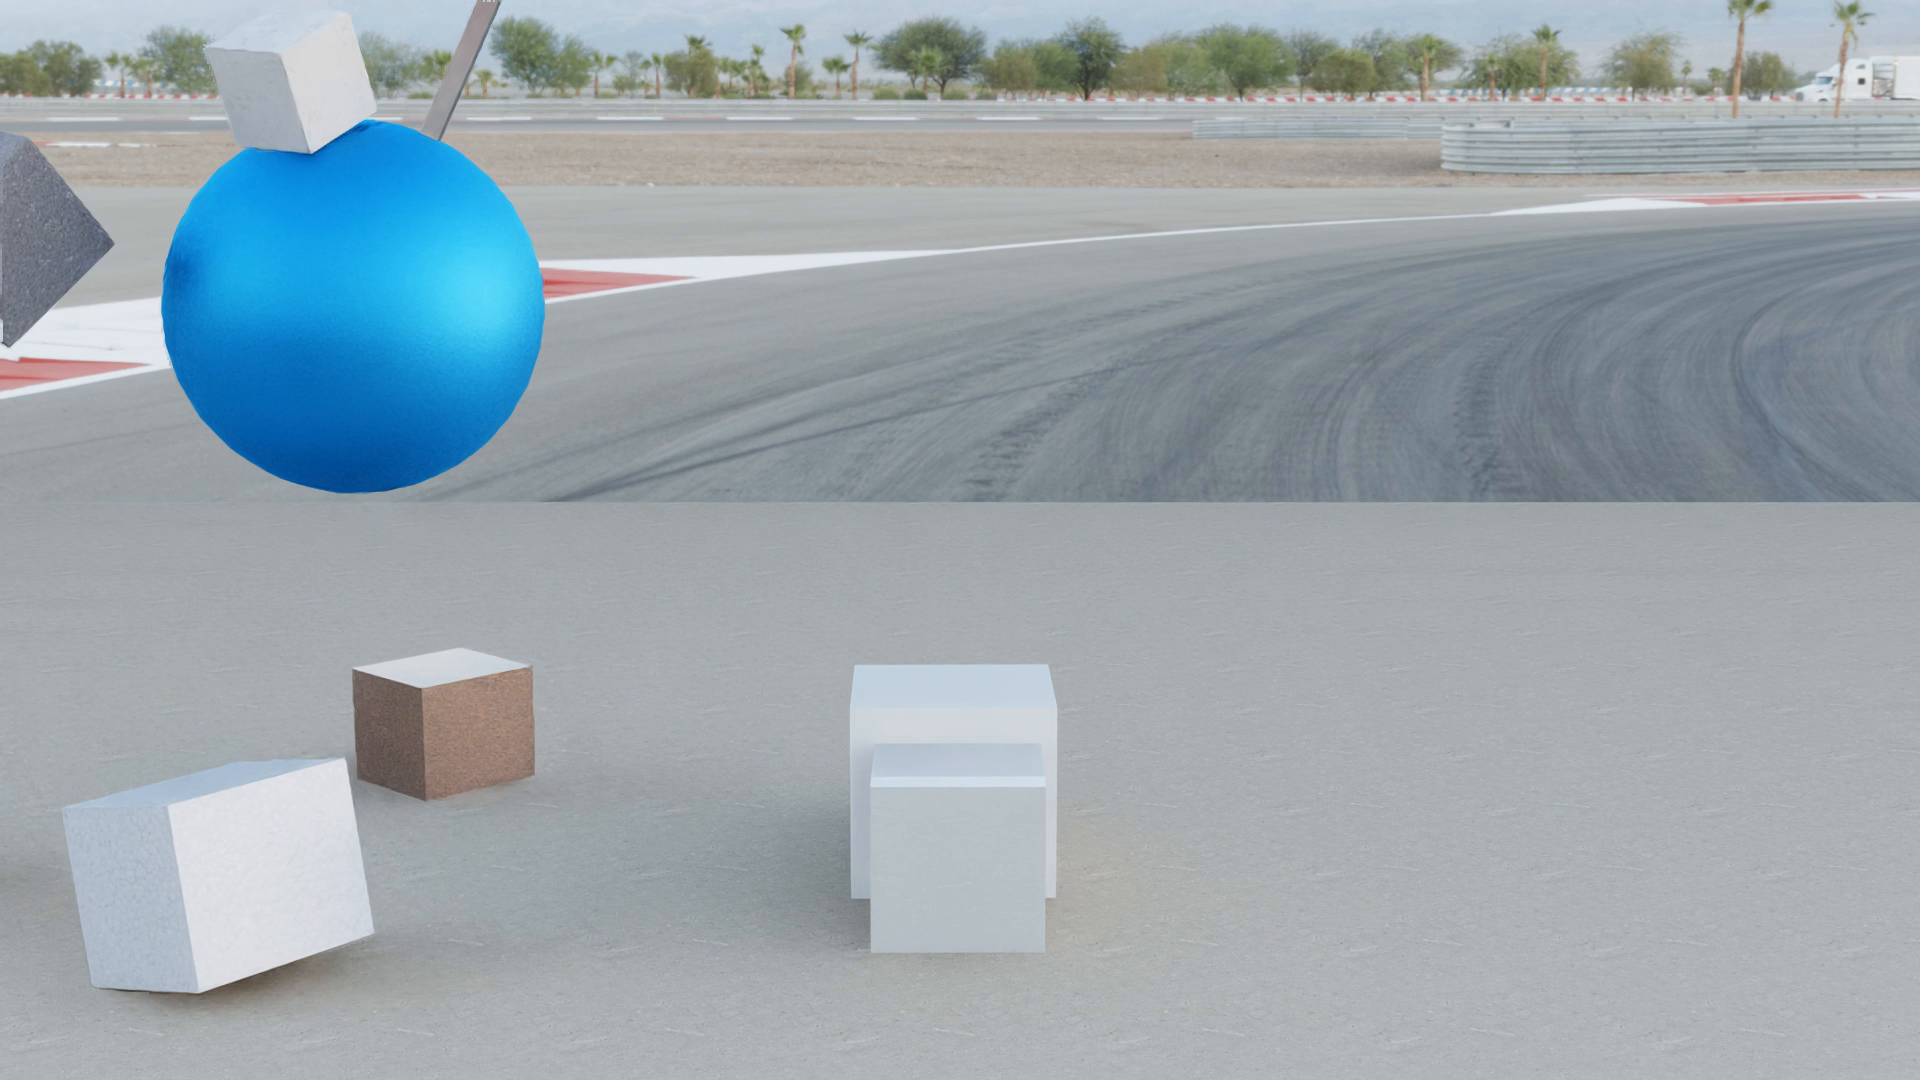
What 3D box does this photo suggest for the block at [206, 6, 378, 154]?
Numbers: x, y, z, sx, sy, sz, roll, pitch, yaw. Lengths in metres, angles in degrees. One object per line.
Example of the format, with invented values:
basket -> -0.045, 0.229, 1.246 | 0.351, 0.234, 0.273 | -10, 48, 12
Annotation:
block -> -2.736, -1.890, 10.521 | 0.406, 0.438, 0.426 | 10, 37, 28

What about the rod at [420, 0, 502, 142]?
rod -> -1.122, -4.016, 10.450 | 0.080, 5.200, 0.080 | 25, 9, -4

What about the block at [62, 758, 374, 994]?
block -> -2.909, 1.303, 10.086 | 0.685, 0.714, 0.840 | -5, 5, 38

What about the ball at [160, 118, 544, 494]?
ball -> -2.590, -0.998, 10.999 | 1.600, 1.600, 1.600 | 0, 10, 0

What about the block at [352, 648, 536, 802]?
block -> -2.598, 0.918, 12.927 | 0.603, 0.568, 0.660 | 10, 14, 43

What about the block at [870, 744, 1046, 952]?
block -> -0.008, 1.268, 10.654 | 0.705, 0.693, 0.676 | 0, 10, 0

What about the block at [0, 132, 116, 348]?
block -> -4.071, -1.276, 10.708 | 0.582, 0.593, 0.632 | 16, 58, 40

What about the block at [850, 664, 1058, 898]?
block -> -0.033, 1.058, 11.390 | 0.883, 0.844, 0.814 | 0, 10, -1
